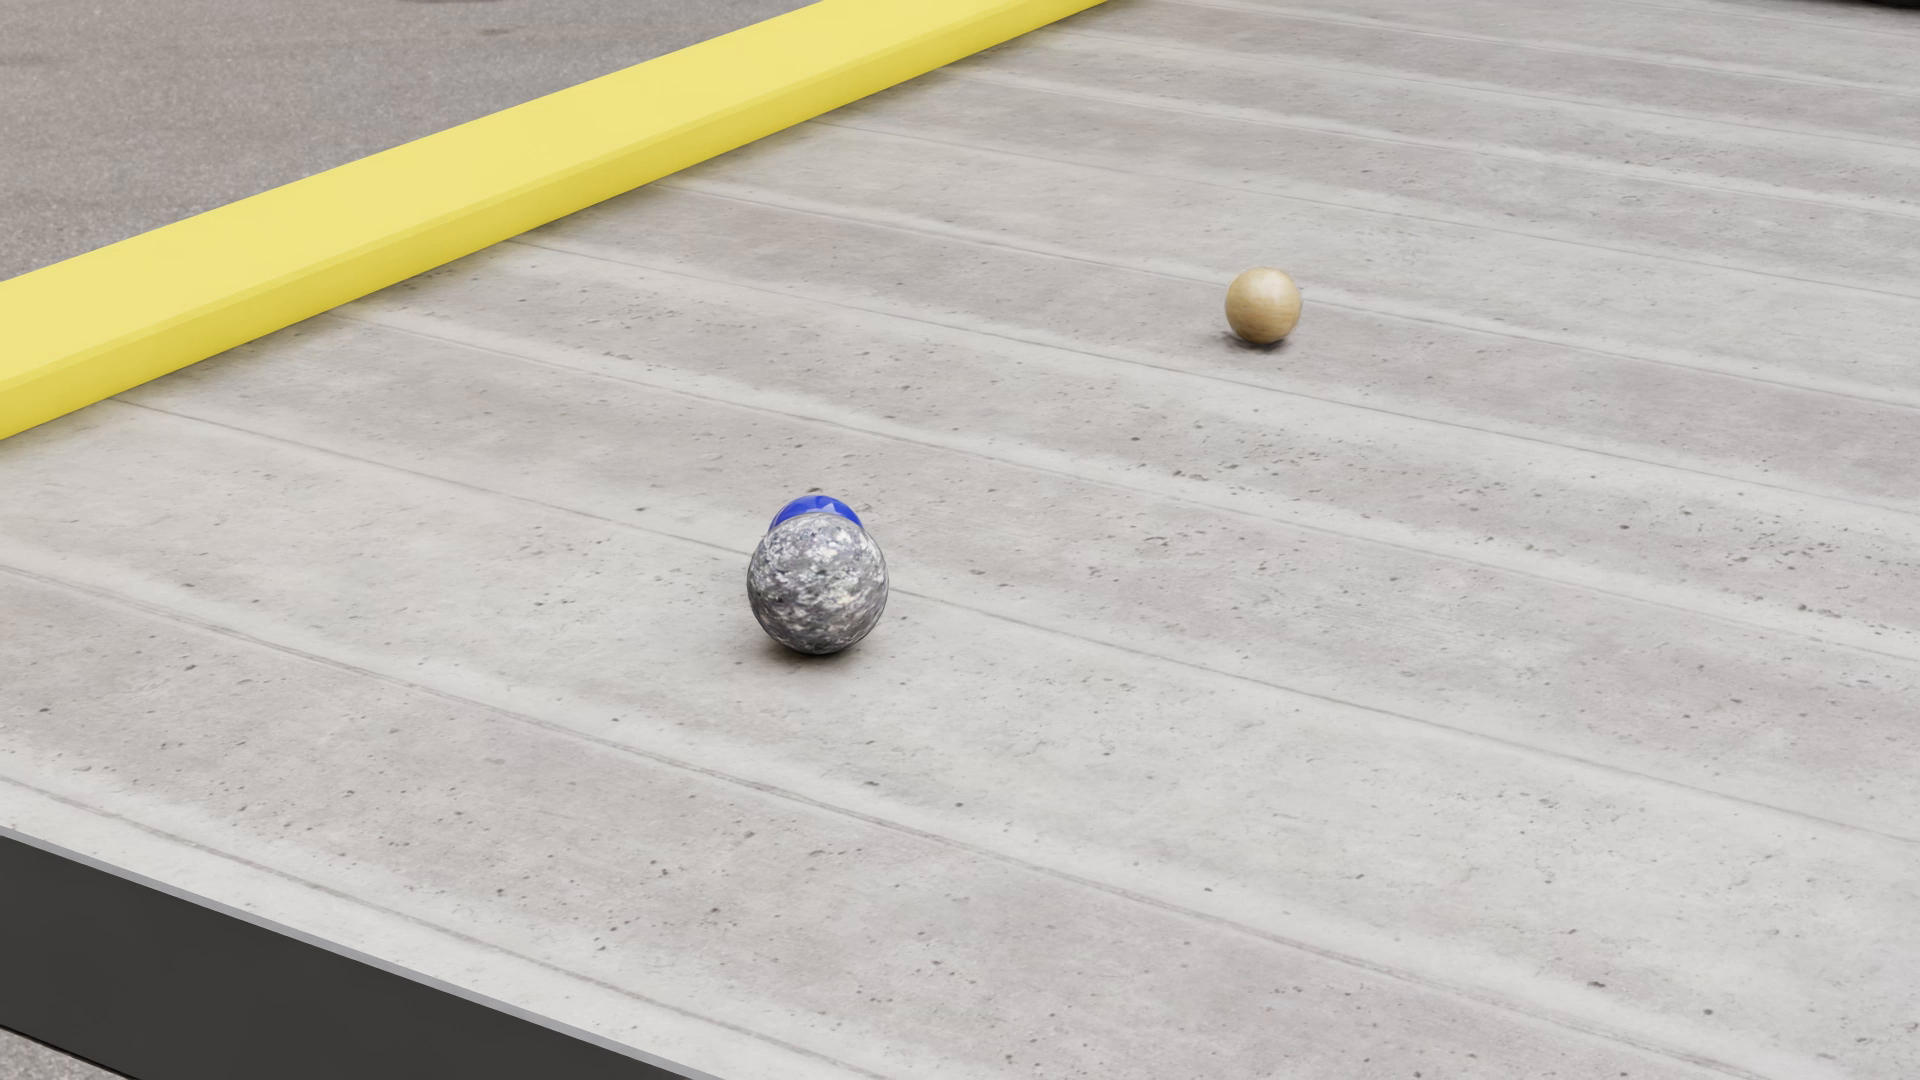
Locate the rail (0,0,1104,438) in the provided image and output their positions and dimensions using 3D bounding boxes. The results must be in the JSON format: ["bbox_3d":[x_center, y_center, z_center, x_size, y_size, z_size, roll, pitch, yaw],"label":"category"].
[{"bbox_3d":[-0.284,-0.410,2.892,0.045,0.119,2.860,13,26,28],"label":"rail"}]

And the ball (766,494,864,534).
[{"bbox_3d":[-0.097,0.004,1.980,0.069,0.069,0.069,0,23,0],"label":"ball"}]

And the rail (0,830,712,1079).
[{"bbox_3d":[-0.356,0.212,1.420,1.570,0.119,0.045,13,26,28],"label":"rail"}]

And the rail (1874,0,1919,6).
[{"bbox_3d":[1.093,-0.727,3.641,1.570,0.119,0.045,13,26,28],"label":"rail"}]

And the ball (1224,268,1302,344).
[{"bbox_3d":[0.253,-0.196,2.459,0.064,0.064,0.064,0,23,0],"label":"ball"}]

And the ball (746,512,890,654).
[{"bbox_3d":[-0.091,0.028,1.894,0.092,0.092,0.092,0,23,0],"label":"ball"}]
